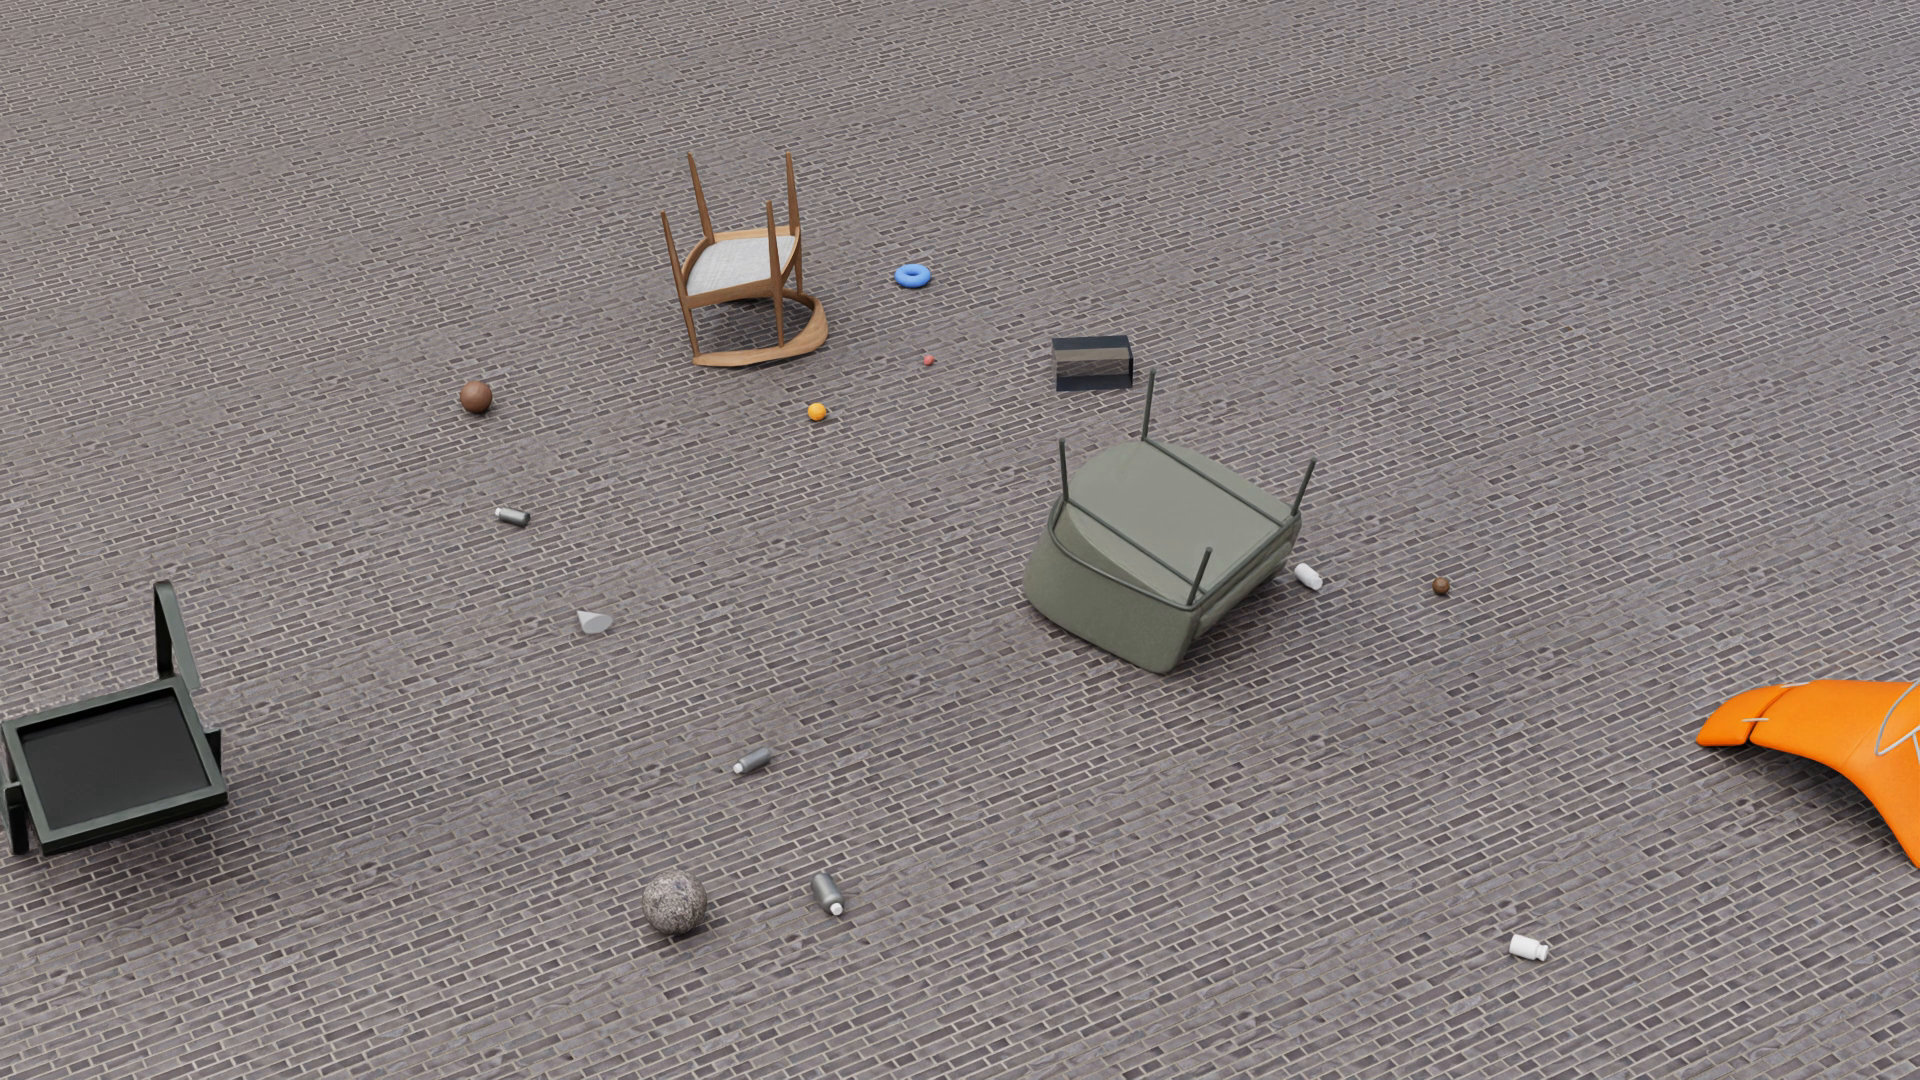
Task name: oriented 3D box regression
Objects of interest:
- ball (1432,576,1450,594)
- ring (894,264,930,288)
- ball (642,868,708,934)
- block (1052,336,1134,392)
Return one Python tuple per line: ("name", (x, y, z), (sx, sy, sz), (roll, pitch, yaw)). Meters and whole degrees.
("ball", (1.745, 0.166, 10.634), (0.064, 0.064, 0.064), (0, 33, 0))
("ring", (-0.203, -1.138, 12.626), (0.157, 0.051, 0.165), (-4, 33, -5))
("ball", (-0.882, 1.119, 9.063), (0.203, 0.203, 0.203), (0, 33, 0))
("block", (0.536, -0.718, 11.906), (0.310, 0.140, 0.190), (-3, 33, -4))
